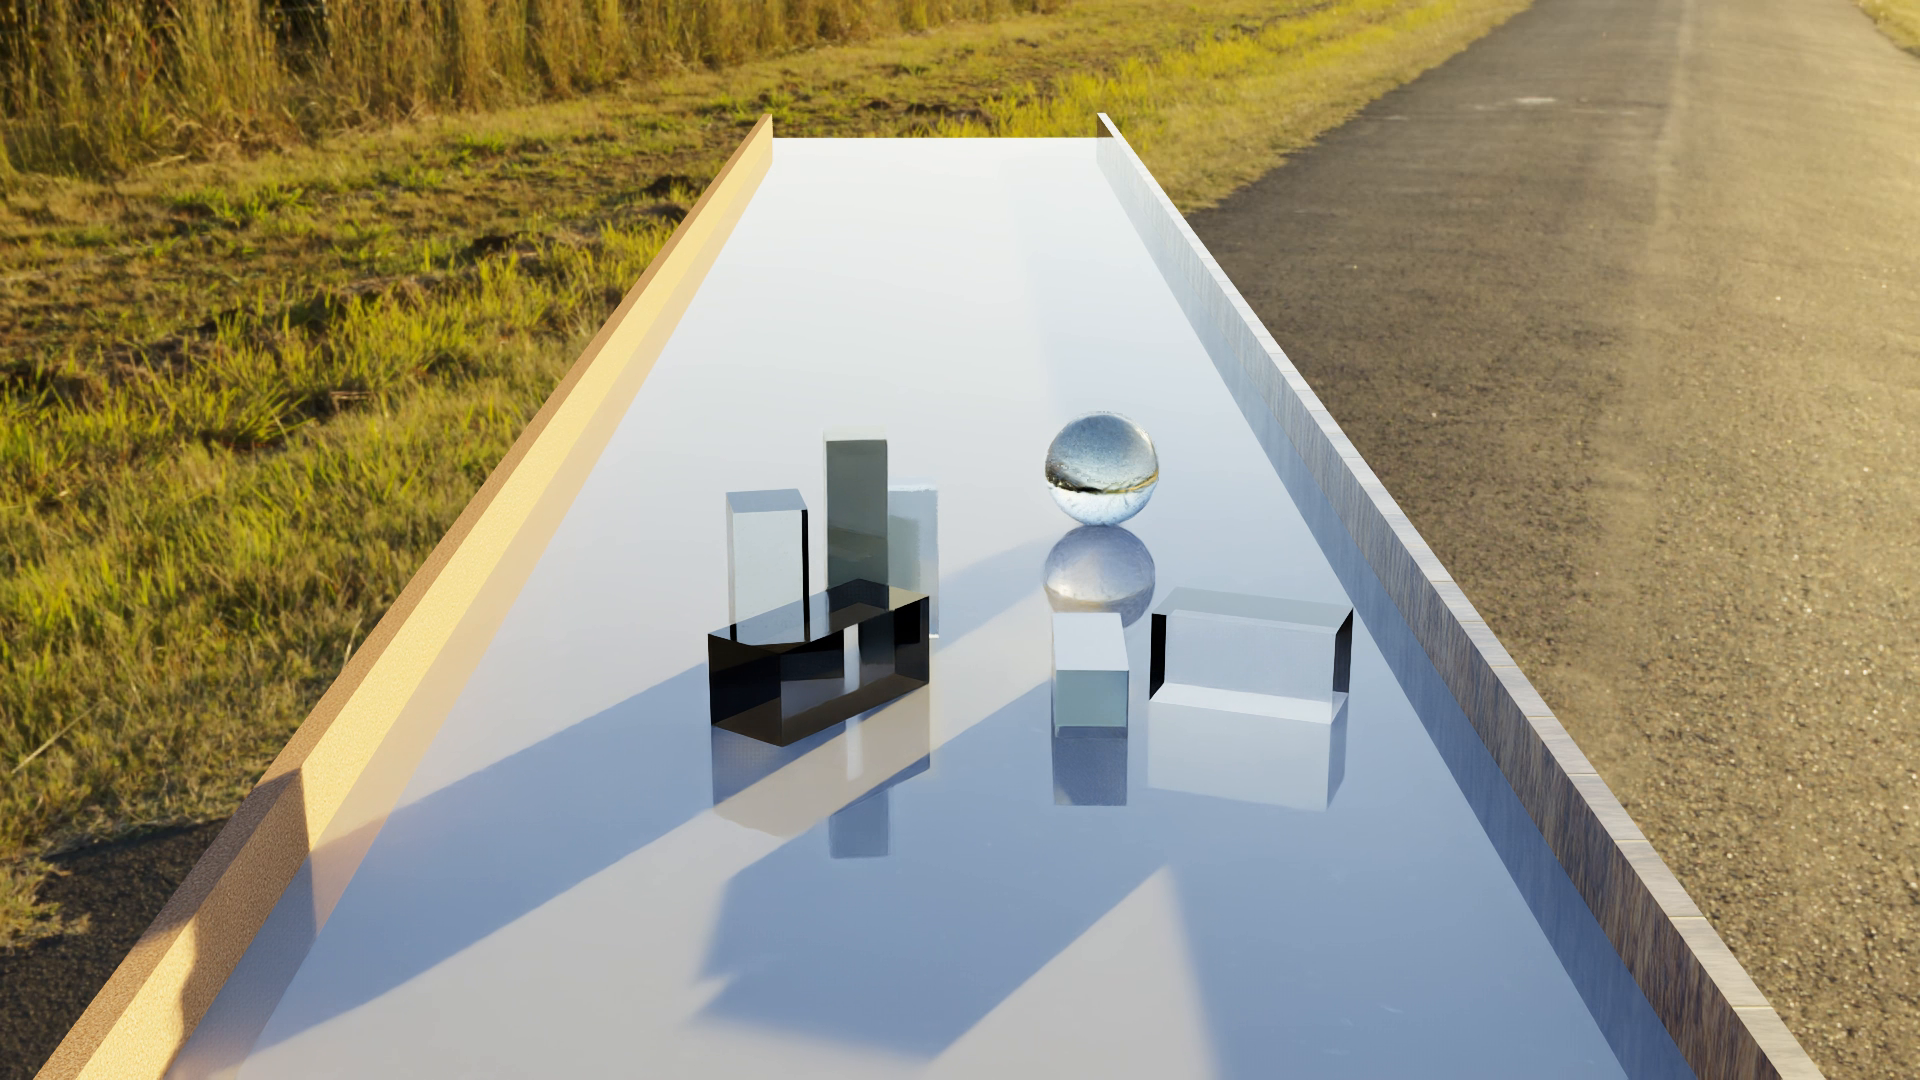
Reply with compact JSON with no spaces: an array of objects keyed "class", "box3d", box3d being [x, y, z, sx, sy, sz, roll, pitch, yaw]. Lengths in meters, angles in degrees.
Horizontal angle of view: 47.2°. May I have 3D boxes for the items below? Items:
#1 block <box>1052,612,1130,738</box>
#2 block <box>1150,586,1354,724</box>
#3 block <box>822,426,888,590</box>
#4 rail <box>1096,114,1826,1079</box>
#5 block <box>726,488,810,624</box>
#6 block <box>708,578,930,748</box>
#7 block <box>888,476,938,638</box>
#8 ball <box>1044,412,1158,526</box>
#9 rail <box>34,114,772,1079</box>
[{"class":"block","box3d":[0.243,0.252,4.147,0.132,0.132,0.326,0,17,1]},{"class":"block","box3d":[0.555,0.216,4.190,0.349,0.176,0.176,6,18,20]},{"class":"block","box3d":[-0.211,0.000,4.441,0.121,0.446,0.121,-2,16,-7]},{"class":"rail","box3d":[0.932,-0.844,7.801,0.050,0.150,12.000,0,17,-1]},{"class":"block","box3d":[-0.382,0.080,4.372,0.145,0.330,0.145,-3,18,-11]},{"class":"block","box3d":[-0.260,0.225,4.155,0.179,0.179,0.424,13,21,36]},{"class":"block","box3d":[-0.104,0.036,4.549,0.109,0.317,0.109,-1,17,-5]},{"class":"ball","box3d":[0.342,-0.170,5.313,0.276,0.276,0.276,0,17,0]},{"class":"rail","box3d":[-1.118,-0.838,7.780,0.050,0.150,12.000,0,17,-1]}]
